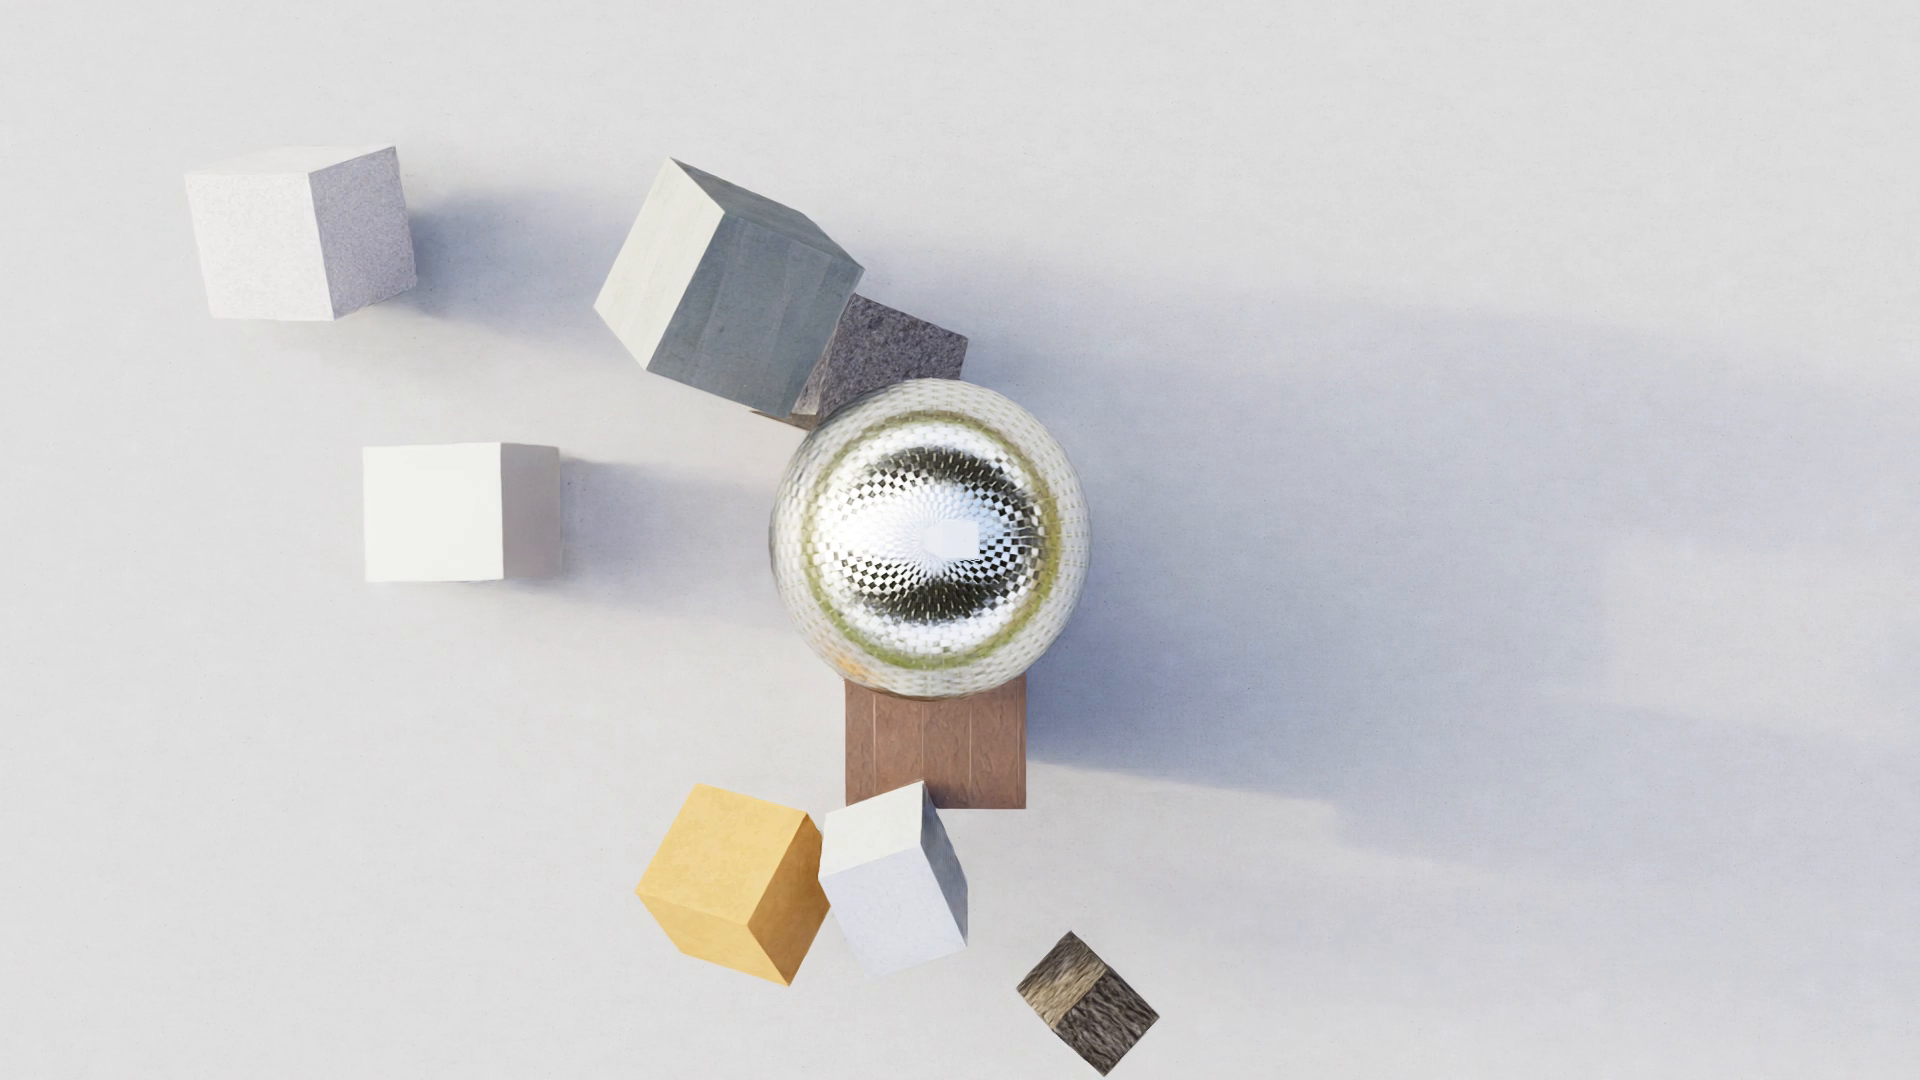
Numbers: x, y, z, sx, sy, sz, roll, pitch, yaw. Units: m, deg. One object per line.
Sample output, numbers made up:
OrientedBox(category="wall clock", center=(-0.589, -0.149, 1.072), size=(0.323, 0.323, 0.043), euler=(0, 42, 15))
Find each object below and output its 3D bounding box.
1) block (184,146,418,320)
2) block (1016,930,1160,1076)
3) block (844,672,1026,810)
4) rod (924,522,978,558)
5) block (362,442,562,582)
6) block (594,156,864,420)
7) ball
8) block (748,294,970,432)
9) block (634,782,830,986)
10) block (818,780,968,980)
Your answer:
OrientedBox(category="block", center=(-3.688, -1.736, 12.362), size=(0.823, 0.811, 0.809), euler=(3, 111, 21))
OrientedBox(category="block", center=(0.695, 2.531, 12.025), size=(0.443, 0.465, 0.494), euler=(-46, 120, -4))
OrientedBox(category="block", center=(-0.127, 0.946, 11.887), size=(0.947, 0.779, 0.926), euler=(0, 90, 0))
OrientedBox(category="rod", center=(-0.063, 0.000, 7.429), size=(0.080, 5.200, 0.080), euler=(0, 90, -1))
OrientedBox(category="block", center=(-2.826, -0.154, 12.535), size=(0.844, 0.735, 0.754), euler=(-1, 90, 15))
OrientedBox(category="block", center=(-1.270, -1.373, 12.005), size=(0.914, 0.859, 0.941), euler=(18, 108, -36))
OrientedBox(category="ball", center=(-0.146, 0.000, 10.828), size=(1.600, 1.600, 1.600), euler=(0, 90, 0))
OrientedBox(category="block", center=(-0.573, -0.936, 12.431), size=(0.870, 0.699, 0.700), euler=(18, 84, -37))
OrientedBox(category="block", center=(-1.175, 1.859, 11.891), size=(0.716, 0.682, 0.703), euler=(11, 56, 27))
OrientedBox(category="block", center=(-0.332, 1.743, 11.289), size=(0.545, 0.644, 0.644), euler=(-19, 111, 8))
